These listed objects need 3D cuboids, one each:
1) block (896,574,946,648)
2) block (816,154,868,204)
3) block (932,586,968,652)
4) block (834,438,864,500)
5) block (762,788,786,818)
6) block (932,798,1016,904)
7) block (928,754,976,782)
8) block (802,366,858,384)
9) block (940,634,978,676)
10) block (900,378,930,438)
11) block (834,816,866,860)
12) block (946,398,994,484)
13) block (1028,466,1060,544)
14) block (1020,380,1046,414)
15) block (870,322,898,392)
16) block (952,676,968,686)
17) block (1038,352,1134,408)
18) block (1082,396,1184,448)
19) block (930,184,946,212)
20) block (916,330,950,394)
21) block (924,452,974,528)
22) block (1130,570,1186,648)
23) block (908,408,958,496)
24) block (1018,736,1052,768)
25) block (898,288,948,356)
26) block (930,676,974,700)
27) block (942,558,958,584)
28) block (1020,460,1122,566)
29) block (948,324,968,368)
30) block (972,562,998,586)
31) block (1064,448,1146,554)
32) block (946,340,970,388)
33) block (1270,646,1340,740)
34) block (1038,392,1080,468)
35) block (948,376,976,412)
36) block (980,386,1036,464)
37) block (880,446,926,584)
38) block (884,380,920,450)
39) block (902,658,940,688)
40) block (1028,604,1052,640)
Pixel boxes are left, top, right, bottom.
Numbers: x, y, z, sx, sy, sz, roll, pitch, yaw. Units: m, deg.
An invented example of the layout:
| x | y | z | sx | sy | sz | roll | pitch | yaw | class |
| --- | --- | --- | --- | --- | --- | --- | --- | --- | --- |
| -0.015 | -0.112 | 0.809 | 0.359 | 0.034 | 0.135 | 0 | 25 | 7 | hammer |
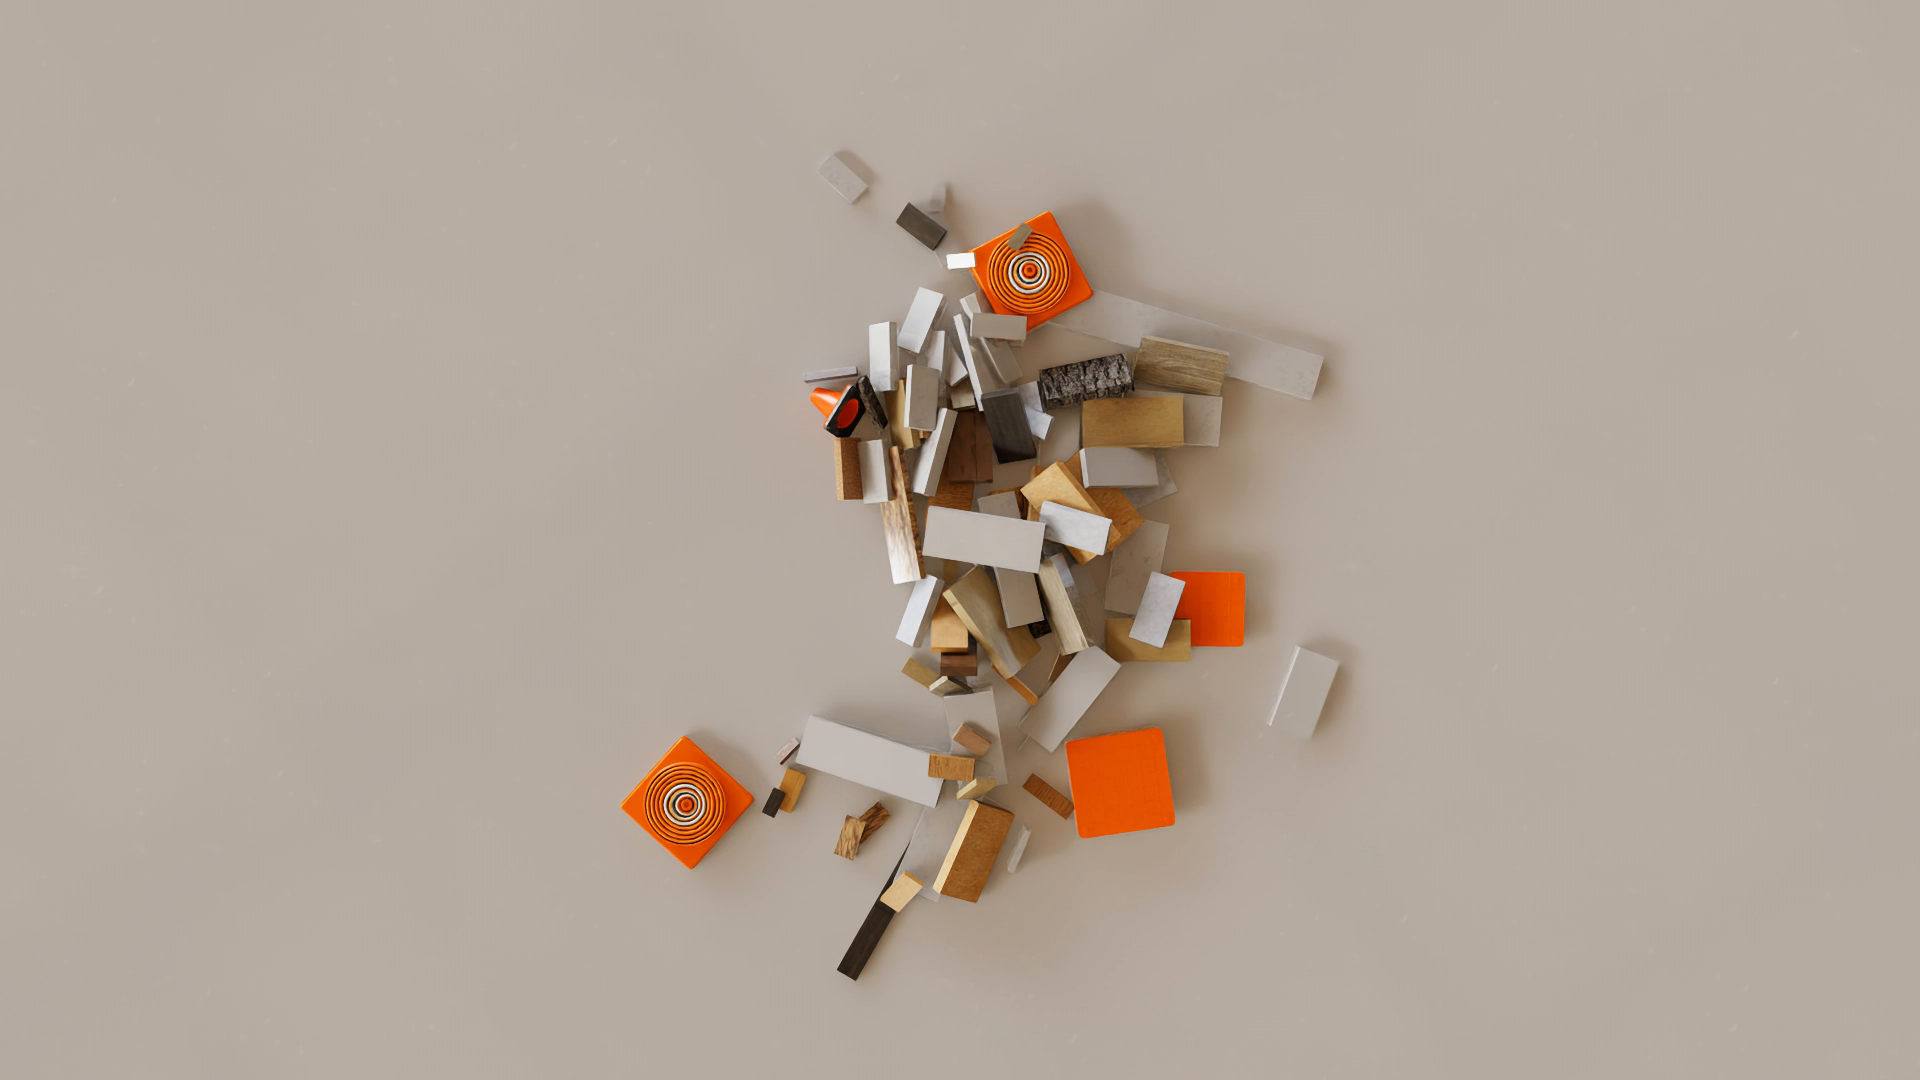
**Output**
| x | y | z | sx | sy | sz | roll | pitch | yaw | class |
| --- | --- | --- | --- | --- | --- | --- | --- | --- | --- |
| -0.131 | 0.230 | 5.441 | 0.034 | 0.118 | 0.237 | 20 | 90 | -31 | block |
| -0.393 | -1.202 | 5.489 | 0.159 | 0.023 | 0.080 | 42 | 90 | 0 | block |
| -0.034 | 0.261 | 5.417 | 0.118 | 0.034 | 0.237 | 0 | 54 | 0 | block |
| -0.367 | -0.236 | 5.451 | 0.029 | 0.102 | 0.204 | -3 | 90 | 38 | block |
| -0.617 | 0.872 | 5.474 | 0.046 | 0.013 | 0.092 | 26 | 90 | 0 | block |
| 0.047 | 1.026 | 5.436 | 0.160 | 0.045 | 0.320 | 24 | 90 | -35 | block |
| -0.027 | 0.741 | 5.364 | 0.148 | 0.021 | 0.074 | 6 | 103 | 8 | block |
| -0.428 | -0.547 | 5.456 | 0.176 | 0.088 | 0.025 | -8 | 90 | 0 | block |
| -0.003 | 0.375 | 5.384 | 0.118 | 0.237 | 0.034 | 0 | 112 | 0 | block |
| -0.150 | -0.437 | 5.449 | 0.029 | 0.104 | 0.208 | -6 | 90 | -34 | block |
| -0.364 | 0.988 | 5.473 | 0.068 | 0.019 | 0.137 | 20 | 102 | 6 | block |
| 0.031 | -0.328 | 5.442 | 0.143 | 0.041 | 0.286 | -2 | 75 | -1 | block |
| 0.289 | -0.118 | 5.440 | 0.119 | 0.034 | 0.239 | 10 | 74 | -13 | block |
| 0.242 | -0.443 | 5.464 | 0.077 | 0.022 | 0.154 | -14 | 85 | 34 | block |
| -0.252 | -0.602 | 5.446 | 0.032 | 0.112 | 0.223 | -1 | 90 | -39 | block |
| -0.012 | 0.503 | 5.433 | 0.081 | 0.162 | 0.023 | -7 | 47 | 0 | block |
| 0.417 | -0.526 | 5.436 | 0.291 | 0.041 | 0.145 | -12 | 48 | 0 | block |
| 0.569 | -0.385 | 5.430 | 0.327 | 0.046 | 0.163 | -2 | 90 | 1 | block |
| -0.073 | -1.138 | 5.494 | 0.045 | 0.013 | 0.091 | 8 | 90 | 0 | block |
| -0.094 | -0.586 | 5.460 | 0.104 | 0.029 | 0.208 | 4 | 90 | 32 | block |
| -0.026 | -0.173 | 5.442 | 0.143 | 0.041 | 0.286 | 7 | 75 | 1 | block |
| 0.648 | 0.229 | 5.414 | 0.115 | 0.033 | 0.230 | 19 | 84 | 13 | block |
| -0.094 | -0.292 | 5.427 | 0.041 | 0.143 | 0.286 | 15 | 90 | -27 | block |
| 0.288 | 0.654 | 5.487 | 0.094 | 0.027 | 0.187 | 36 | 90 | 0 | block |
| -0.127 | -0.724 | 5.459 | 0.104 | 0.029 | 0.208 | 23 | 90 | 34 | block |
| -0.015 | 0.498 | 5.392 | 0.081 | 0.023 | 0.162 | -36 | 131 | 26 | block |
| -0.033 | 0.099 | 5.493 | 0.046 | 0.013 | 0.092 | 2 | 90 | 0 | block |
| 0.359 | -0.089 | 5.350 | 0.159 | 0.045 | 0.319 | -37 | 94 | 30 | block |
| -0.001 | -0.644 | 5.490 | 0.073 | 0.021 | 0.146 | -4 | 90 | 0 | block |
| 0.110 | 0.085 | 5.471 | 0.095 | 0.027 | 0.189 | -36 | 90 | -20 | block |
| 0.444 | -0.131 | 5.406 | 0.158 | 0.045 | 0.317 | -40 | 93 | -14 | block |
| -0.032 | -0.586 | 5.455 | 0.073 | 0.021 | 0.146 | -36 | 70 | 18 | block |
| 1.143 | 0.510 | 5.480 | 0.139 | 0.039 | 0.278 | 21 | 90 | 0 | block |
| 0.332 | -0.363 | 5.482 | 0.127 | 0.036 | 0.255 | 3 | 90 | 0 | block |
| 0.003 | -0.498 | 5.458 | 0.073 | 0.021 | 0.146 | -10 | 63 | 0 | block |
| 0.161 | -0.373 | 5.403 | 0.127 | 0.036 | 0.254 | -10 | 124 | 12 | block |
| -0.203 | -0.083 | 5.455 | 0.112 | 0.032 | 0.445 | -10 | 90 | 35 | block |
| -0.192 | -0.410 | 5.447 | 0.032 | 0.112 | 0.223 | -9 | 90 | -39 | block |
| -0.132 | 0.443 | 5.492 | 0.115 | 0.016 | 0.058 | 31 | 90 | 0 | block |
| 0.254 | 0.224 | 5.468 | 0.095 | 0.027 | 0.189 | -21 | 90 | -25 | block |
